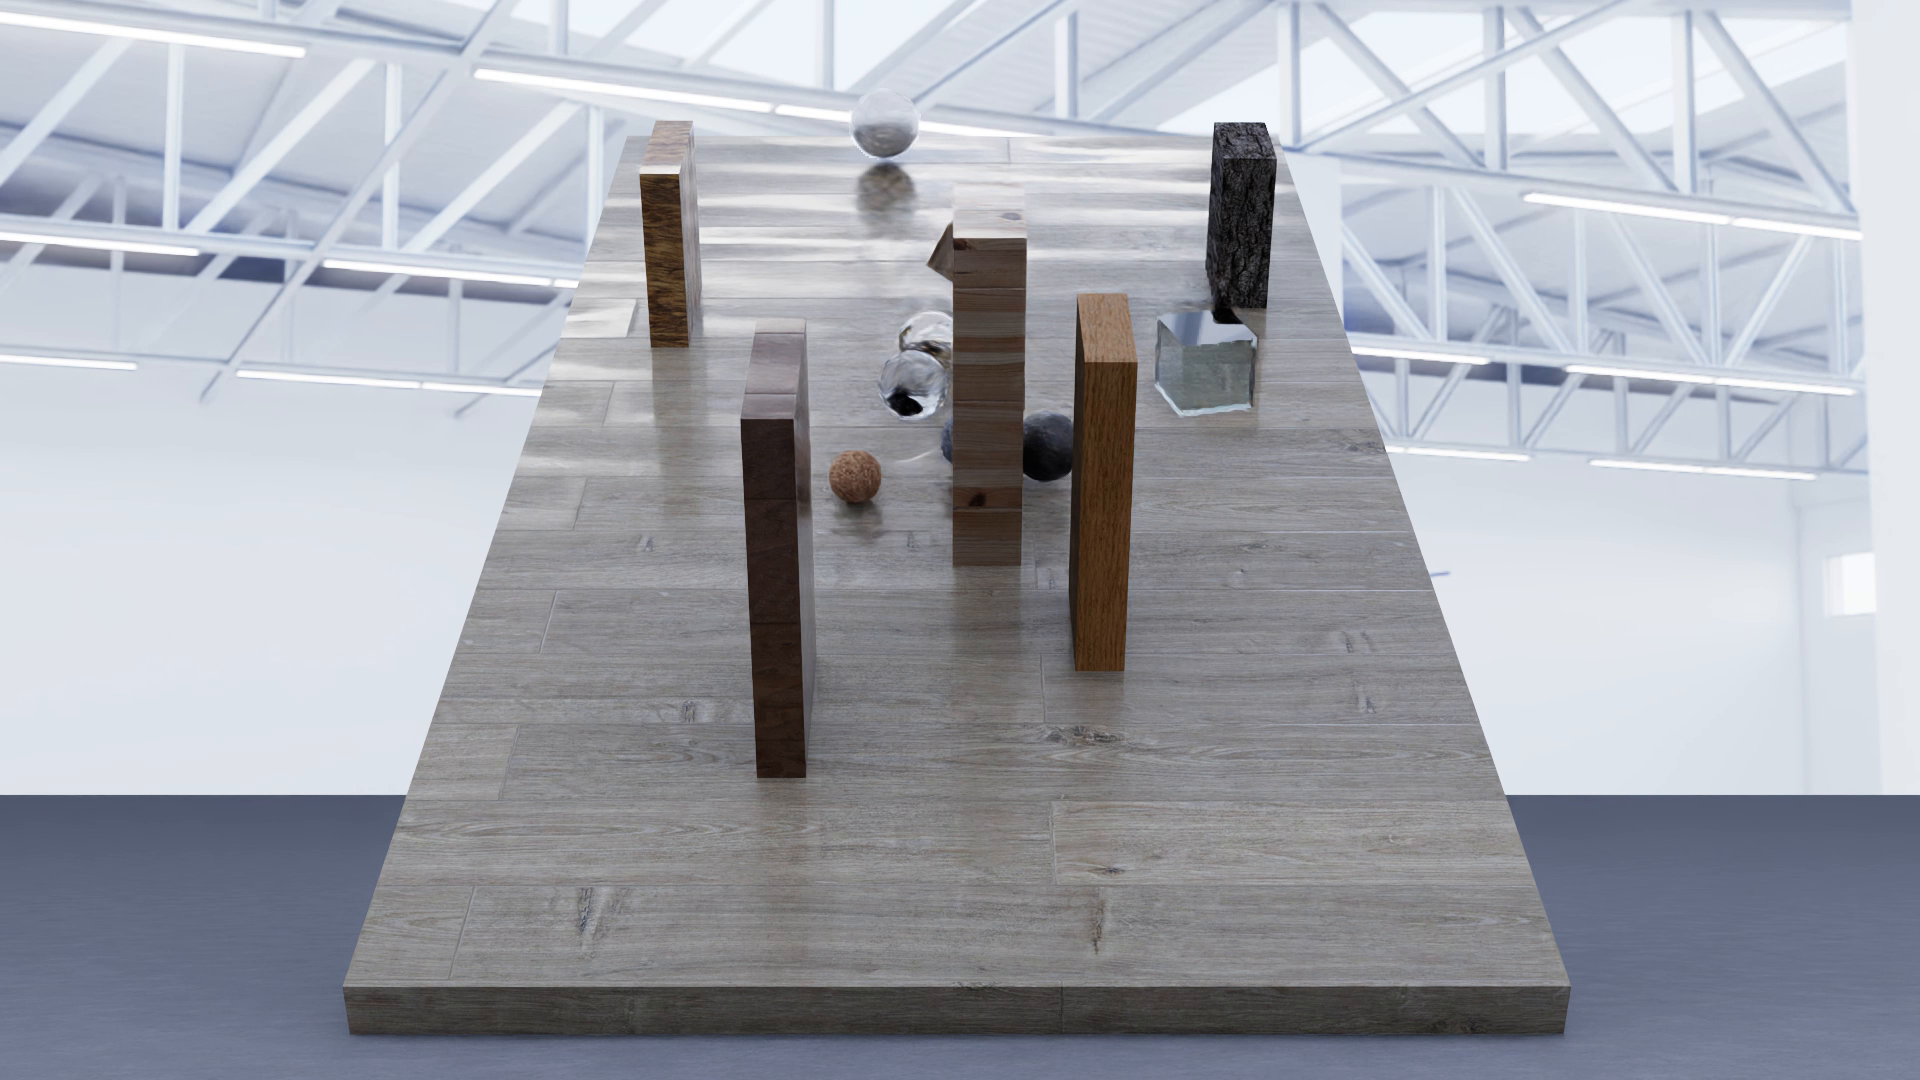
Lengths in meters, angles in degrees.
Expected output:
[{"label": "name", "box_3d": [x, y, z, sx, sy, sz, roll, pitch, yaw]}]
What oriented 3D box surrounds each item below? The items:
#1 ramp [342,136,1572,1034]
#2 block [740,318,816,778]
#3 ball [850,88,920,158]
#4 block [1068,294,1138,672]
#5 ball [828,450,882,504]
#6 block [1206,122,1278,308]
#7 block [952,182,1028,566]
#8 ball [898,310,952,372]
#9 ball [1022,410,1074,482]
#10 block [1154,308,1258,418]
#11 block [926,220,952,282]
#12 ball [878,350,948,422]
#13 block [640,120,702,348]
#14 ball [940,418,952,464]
[{"label": "ramp", "box_3d": [-0.013, -0.214, 5.684, 2.000, 0.100, 4.000, 0, 29, 0]}, {"label": "block", "box_3d": [-0.328, 0.015, 4.427, 0.090, 0.737, 0.414, 0, 29, 0]}, {"label": "ball", "box_3d": [-0.224, -1.239, 7.156, 0.204, 0.204, 0.204, 0, -6, 0]}, {"label": "block", "box_3d": [0.276, -0.111, 4.721, 0.097, 0.672, 0.314, 0, 29, 0]}, {"label": "ball", "box_3d": [-0.232, -0.141, 5.332, 0.119, 0.119, 0.119, 0, -6, 0]}, {"label": "block", "box_3d": [0.732, -0.850, 6.294, 0.134, 0.412, 0.270, 0, 29, 0]}, {"label": "block", "box_3d": [0.058, -0.344, 5.057, 0.146, 0.746, 0.299, 0, 29, 0]}, {"label": "ball", "box_3d": [-0.071, -0.480, 5.888, 0.163, 0.163, 0.163, 0, -6, 0]}, {"label": "ball", "box_3d": [0.193, -0.209, 5.368, 0.158, 0.158, 0.158, 0, -6, 0]}, {"label": "block", "box_3d": [0.588, -0.427, 5.777, 0.184, 0.184, 0.184, -8, 30, -14]}, {"label": "block", "box_3d": [0.036, -0.763, 6.287, 0.153, 0.153, 0.153, 34, -48, 3]}, {"label": "ball", "box_3d": [-0.110, -0.364, 5.678, 0.166, 0.166, 0.166, 0, -6, 0]}, {"label": "block", "box_3d": [-0.730, -0.779, 6.108, 0.096, 0.462, 0.379, 0, 29, 0]}, {"label": "ball", "box_3d": [0.024, -0.225, 5.463, 0.139, 0.139, 0.139, 0, -6, 0]}]
